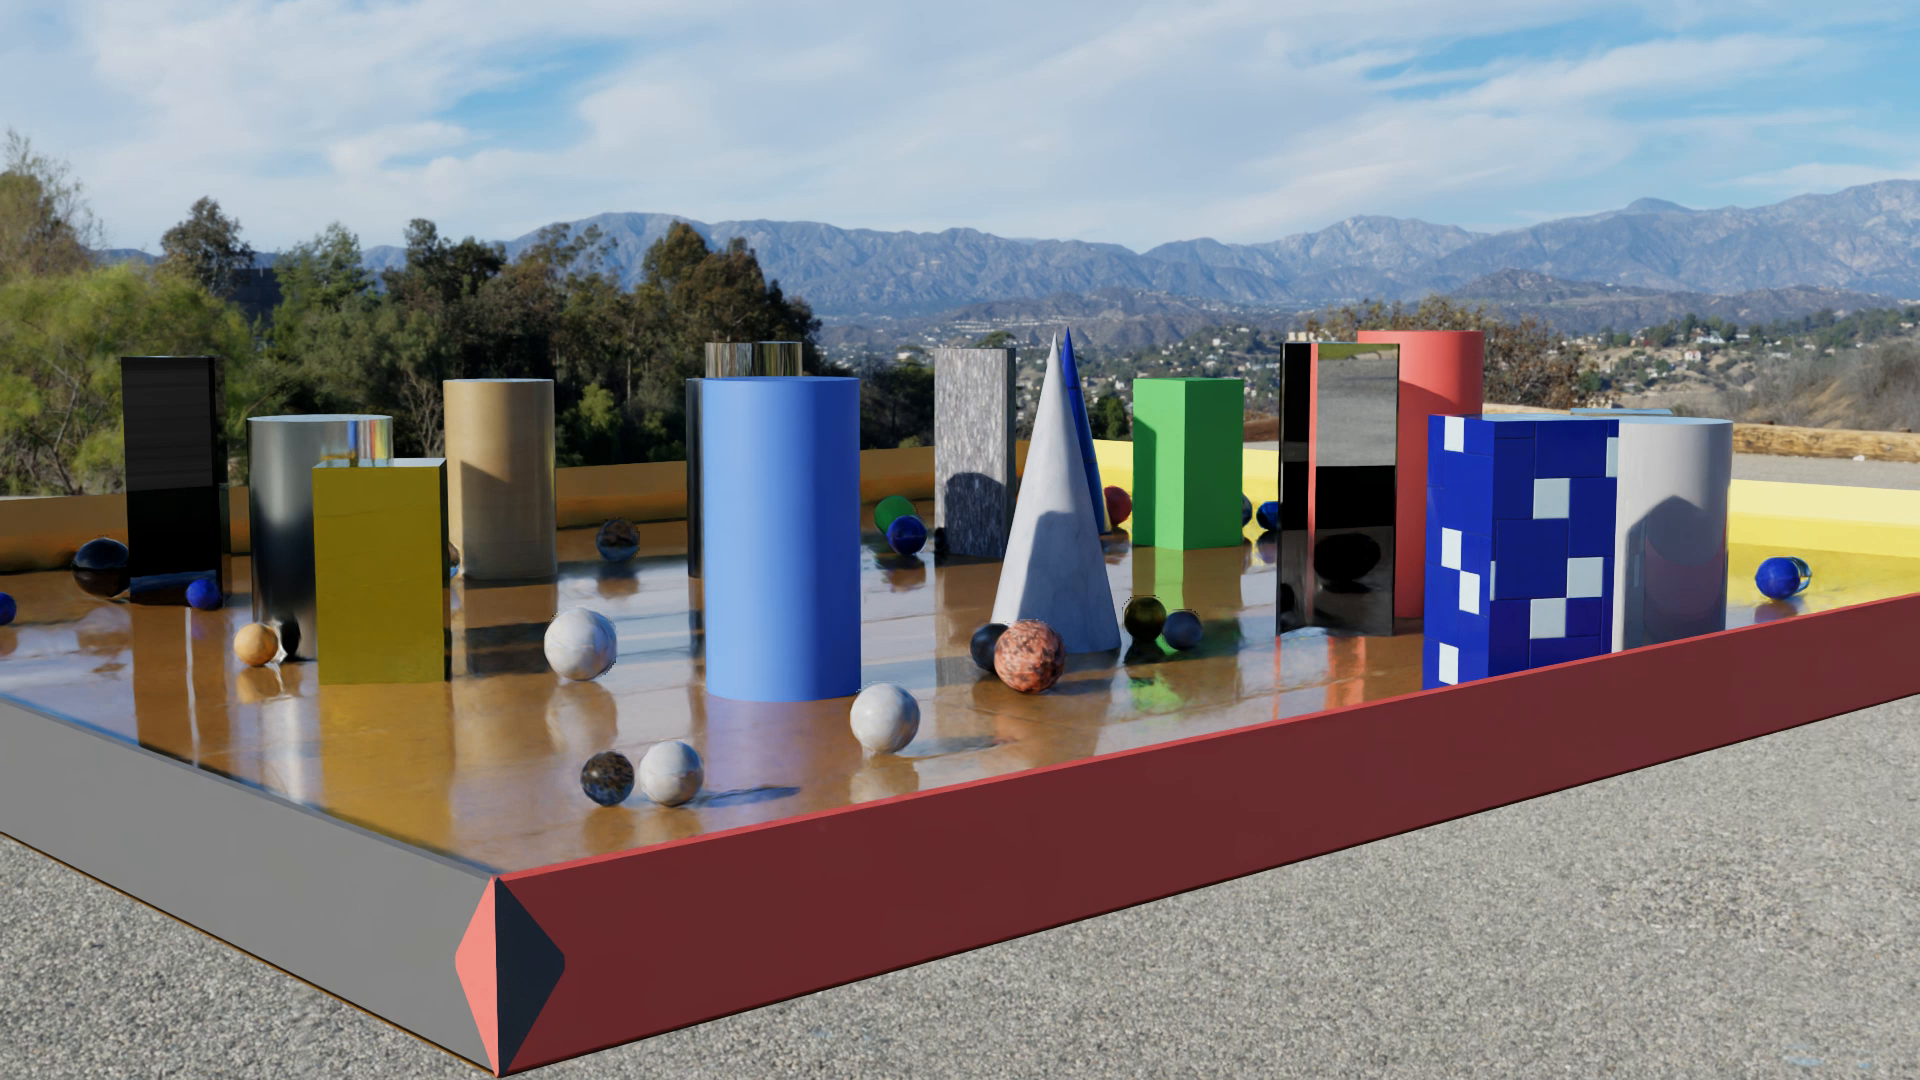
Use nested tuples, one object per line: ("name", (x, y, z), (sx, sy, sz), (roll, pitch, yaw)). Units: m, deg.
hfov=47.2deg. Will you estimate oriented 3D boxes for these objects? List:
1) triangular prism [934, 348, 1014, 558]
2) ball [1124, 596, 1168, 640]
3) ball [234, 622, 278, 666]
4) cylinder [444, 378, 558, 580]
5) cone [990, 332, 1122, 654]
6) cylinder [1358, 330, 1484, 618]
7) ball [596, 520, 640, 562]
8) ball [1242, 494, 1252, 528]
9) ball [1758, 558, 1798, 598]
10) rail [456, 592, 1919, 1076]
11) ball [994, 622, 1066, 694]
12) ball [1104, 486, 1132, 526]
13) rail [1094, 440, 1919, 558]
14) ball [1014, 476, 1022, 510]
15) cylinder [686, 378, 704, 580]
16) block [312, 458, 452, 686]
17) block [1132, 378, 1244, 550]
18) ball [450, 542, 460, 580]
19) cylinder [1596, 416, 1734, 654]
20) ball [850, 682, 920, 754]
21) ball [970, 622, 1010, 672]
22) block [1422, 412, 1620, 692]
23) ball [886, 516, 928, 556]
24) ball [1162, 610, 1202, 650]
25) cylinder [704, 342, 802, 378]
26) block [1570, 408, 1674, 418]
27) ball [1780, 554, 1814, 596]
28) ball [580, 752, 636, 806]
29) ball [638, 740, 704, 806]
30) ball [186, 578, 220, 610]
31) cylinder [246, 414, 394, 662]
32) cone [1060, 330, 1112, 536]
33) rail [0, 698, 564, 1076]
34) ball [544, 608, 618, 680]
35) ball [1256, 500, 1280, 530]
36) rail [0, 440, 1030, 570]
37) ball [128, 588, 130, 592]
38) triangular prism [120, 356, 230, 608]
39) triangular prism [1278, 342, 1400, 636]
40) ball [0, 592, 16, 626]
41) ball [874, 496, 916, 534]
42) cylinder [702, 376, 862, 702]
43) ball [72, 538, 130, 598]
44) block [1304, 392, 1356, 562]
("triangular prism", (0.057, -0.162, 3.964), (0.156, 0.367, 0.135), (5, 8, 37))
("ball", (0.247, 0.104, 2.922), (0.059, 0.059, 0.059), (0, 6, 0))
("ball", (-0.870, 0.129, 2.720), (0.053, 0.053, 0.053), (0, 6, 0))
("cylinder", (-0.762, -0.105, 3.652), (0.180, 0.320, 0.180), (0, 6, 0))
("cone", (0.124, -0.068, 2.883), (0.180, 0.411, 0.180), (0, 6, 0))
("cylinder", (0.667, -0.100, 3.205), (0.180, 0.406, 0.180), (0, 6, 0))
("ball", (-0.594, 0.002, 3.811), (0.074, 0.074, 0.074), (0, 6, 0))
("ball", (0.537, -0.058, 4.338), (0.080, 0.080, 0.080), (0, 6, 0))
("ball", (1.238, 0.058, 3.329), (0.059, 0.059, 0.059), (0, 6, 0))
("rail", (0.899, 0.134, 2.364), (3.214, 0.117, 0.045), (-6, 8, -42))
("ball", (0.080, 0.135, 2.525), (0.083, 0.083, 0.083), (0, 6, 0))
("ball", (0.308, -0.069, 4.444), (0.080, 0.080, 0.080), (0, 6, 0))
("rail", (1.164, -0.084, 4.400), (0.045, 0.117, 2.698), (-6, 8, -42))
("ball", (0.119, -0.102, 4.794), (0.071, 0.071, 0.071), (0, 6, 0))
("cylinder", (-0.361, -0.104, 3.629), (0.180, 0.323, 0.180), (0, 6, 0))
("block", (-0.693, 0.035, 2.649), (0.144, 0.256, 0.144), (-1, 6, -9))
("block", (0.422, -0.145, 4.081), (0.144, 0.308, 0.144), (-4, 7, -35))
("ball", (-0.835, 0.034, 3.504), (0.076, 0.076, 0.076), (0, 6, 0))
("cylinder", (0.830, 0.009, 2.647), (0.180, 0.307, 0.180), (0, 6, 0))
("ball", (-0.074, 0.177, 2.188), (0.070, 0.070, 0.070), (0, 6, 0))
("ball", (0.043, 0.131, 2.670), (0.061, 0.061, 0.061), (0, 6, 0))
("block", (0.597, 0.031, 2.354), (0.144, 0.326, 0.144), (-2, 6, -15))
("ball", (-0.095, -0.009, 3.919), (0.072, 0.072, 0.072), (0, 6, 0))
("ball", (0.287, 0.117, 2.837), (0.052, 0.052, 0.052), (0, 6, 0))
("cylinder", (-0.381, -0.178, 4.071), (0.180, 0.375, 0.180), (0, 6, 0))
("block", (0.988, -0.051, 3.306), (0.144, 0.286, 0.144), (2, 6, 15))
("ball", (1.283, 0.054, 3.393), (0.065, 0.065, 0.065), (0, 6, 0))
("ball", (-0.314, 0.213, 1.962), (0.048, 0.048, 0.048), (0, 6, 0))
("ball", (-0.257, 0.208, 1.958), (0.058, 0.058, 0.058), (0, 6, 0))
("ball", (-1.108, 0.079, 3.219), (0.046, 0.046, 0.046), (0, 6, 0))
("cylinder", (-0.818, -0.007, 2.827), (0.180, 0.300, 0.180), (0, 6, 0))
("cone", (0.210, -0.216, 4.296), (0.180, 0.404, 0.180), (0, 6, 0))
("rail", (-1.164, 0.145, 2.265), (0.045, 0.117, 2.698), (-6, 8, -42))
("ball", (-0.451, 0.124, 2.611), (0.086, 0.086, 0.086), (0, 6, 0))
("ball", (0.615, -0.048, 4.341), (0.059, 0.059, 0.059), (0, 6, 0))
("rail", (-0.899, -0.073, 4.301), (3.214, 0.117, 0.045), (-6, 8, -42))
("ball", (-1.258, 0.062, 3.373), (0.047, 0.047, 0.047), (0, 6, 0))
("triangular prism", (-1.146, -0.092, 3.310), (0.156, 0.368, 0.135), (2, 6, 17))
("triangular prism", (0.507, -0.073, 3.011), (0.156, 0.394, 0.135), (0, 6, 1))
("ball", (-1.335, 0.096, 3.052), (0.049, 0.049, 0.049), (0, 6, 0))
("ball", (-0.124, -0.045, 4.220), (0.081, 0.081, 0.081), (0, 6, 0))
("cylinder", (-0.205, -0.006, 2.543), (0.180, 0.360, 0.180), (0, 6, 0))
("ball", (-1.284, 0.042, 3.300), (0.090, 0.090, 0.090), (0, 6, 0))
("block", (0.706, -0.113, 3.875), (0.144, 0.289, 0.144), (4, 7, 35))
